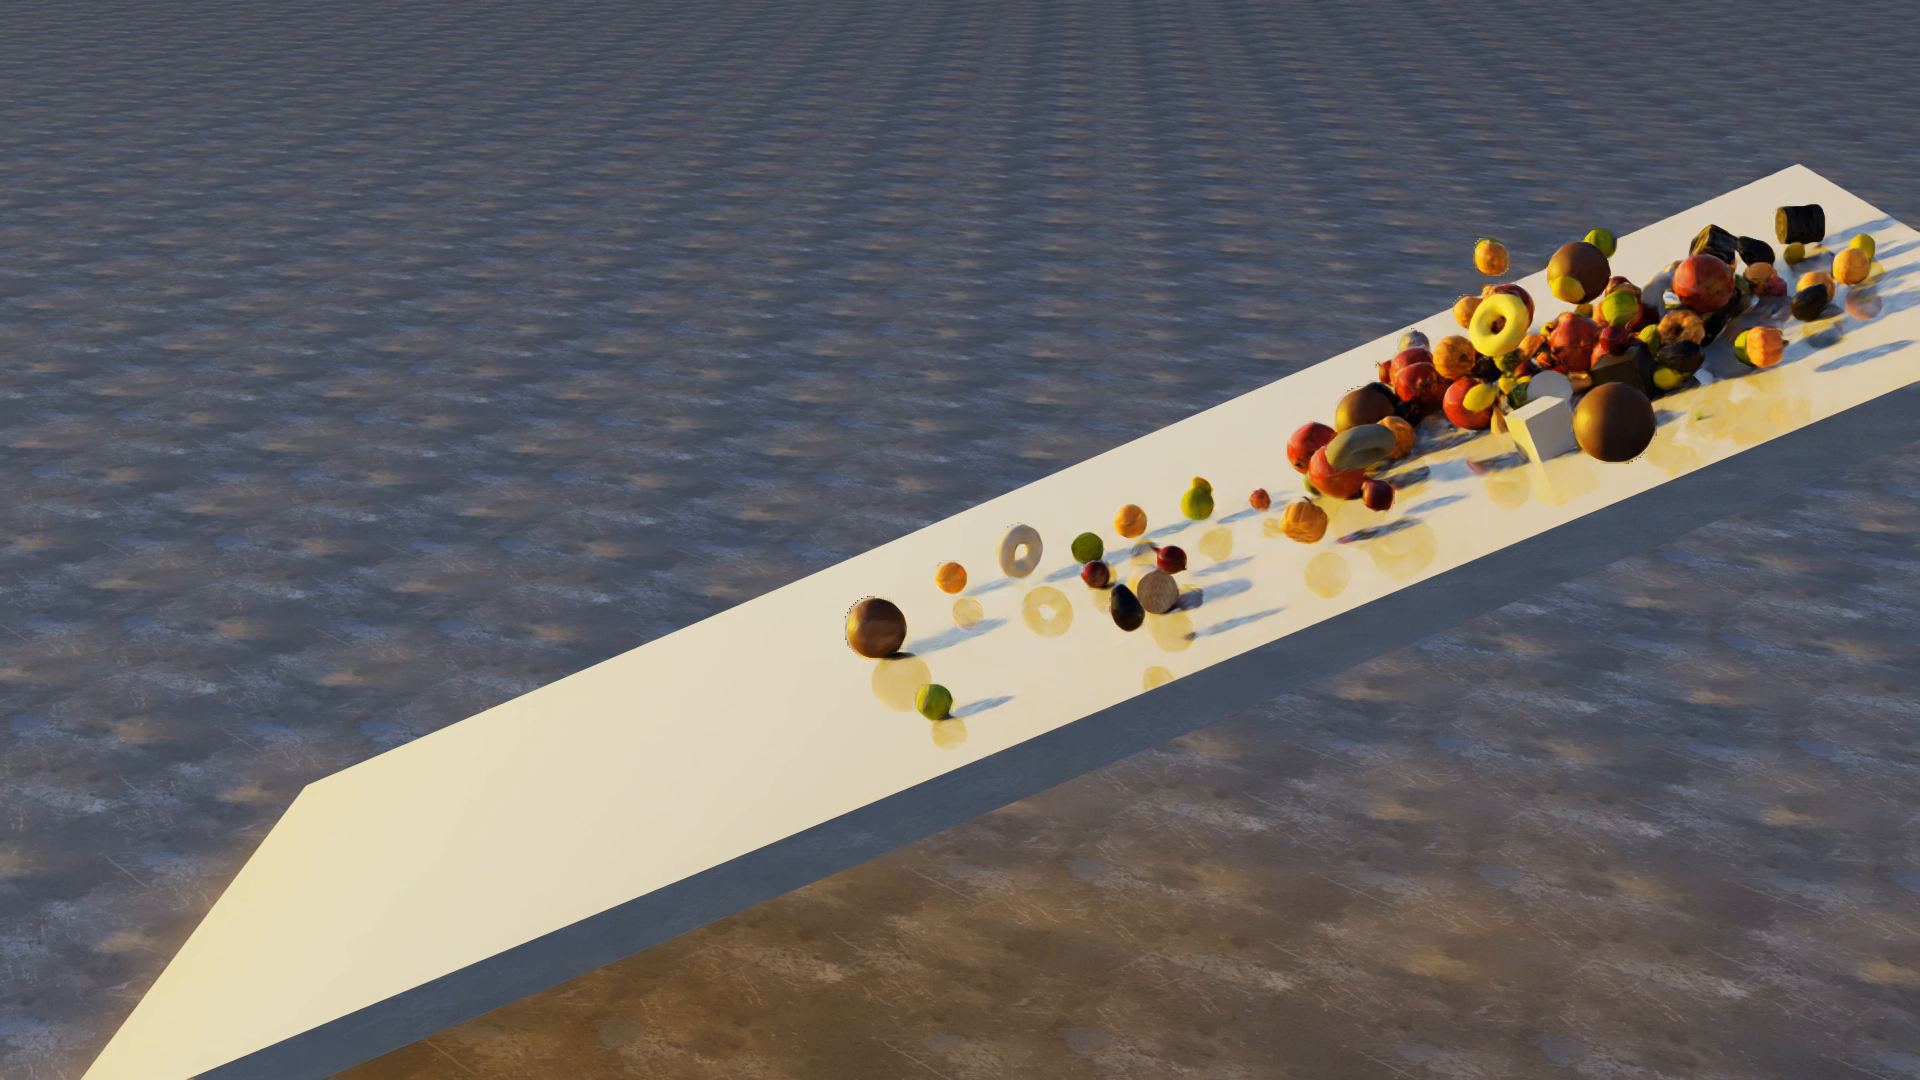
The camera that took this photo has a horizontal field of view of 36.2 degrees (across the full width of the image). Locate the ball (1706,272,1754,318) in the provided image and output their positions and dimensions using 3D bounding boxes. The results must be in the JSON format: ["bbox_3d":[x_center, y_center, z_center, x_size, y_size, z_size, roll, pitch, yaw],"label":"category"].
[{"bbox_3d":[1.551,-0.493,5.926,0.091,0.091,0.091,0,15,0],"label":"ball"}]

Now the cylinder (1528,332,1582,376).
[{"bbox_3d":[1.217,-0.372,6.012,0.077,0.077,0.077,34,22,6],"label":"cylinder"}]

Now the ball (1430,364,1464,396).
[{"bbox_3d":[1.044,-0.344,6.303,0.070,0.070,0.070,0,15,0],"label":"ball"}]

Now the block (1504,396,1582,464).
[{"bbox_3d":[1.107,-0.209,5.587,0.092,0.092,0.092,-27,13,-10],"label":"block"}]

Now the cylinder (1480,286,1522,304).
[{"bbox_3d":[1.175,-0.499,6.417,0.085,0.085,0.085,13,-11,3],"label":"cylinder"}]

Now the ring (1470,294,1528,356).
[{"bbox_3d":[1.114,-0.444,6.080,0.046,0.138,0.138,22,-3,-41],"label":"ring"}]

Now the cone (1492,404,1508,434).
[{"bbox_3d":[1.075,-0.251,5.871,0.056,0.056,0.056,-25,25,13],"label":"cone"}]

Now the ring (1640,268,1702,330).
[{"bbox_3d":[1.430,-0.485,5.912,0.124,0.124,0.041,1,14,3],"label":"ring"}]

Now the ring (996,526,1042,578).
[{"bbox_3d":[0.128,0.025,6.316,0.118,0.118,0.039,-12,24,-37],"label":"ring"}]

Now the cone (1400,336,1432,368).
[{"bbox_3d":[1.019,-0.431,6.652,0.076,0.076,0.076,9,0,30],"label":"cone"}]

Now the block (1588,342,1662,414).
[{"bbox_3d":[1.285,-0.312,5.675,0.093,0.093,0.093,-16,15,34],"label":"block"}]

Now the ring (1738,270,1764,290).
[{"bbox_3d":[1.608,-0.529,6.081,0.108,0.036,0.108,-21,7,3],"label":"ring"}]

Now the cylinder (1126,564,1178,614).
[{"bbox_3d":[0.374,0.095,5.718,0.084,0.084,0.084,-2,9,-9],"label":"cylinder"}]

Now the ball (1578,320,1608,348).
[{"bbox_3d":[1.327,-0.433,6.166,0.059,0.059,0.059,0,15,0],"label":"ball"}]

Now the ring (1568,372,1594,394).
[{"bbox_3d":[1.247,-0.315,5.911,0.081,0.027,0.081,-22,12,5],"label":"ring"}]

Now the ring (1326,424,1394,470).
[{"bbox_3d":[0.785,-0.182,5.772,0.139,0.046,0.139,-13,-23,-6],"label":"ring"}]

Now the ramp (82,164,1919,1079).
[{"bbox_3d":[0.131,0.170,6.285,4.000,0.100,2.000,-23,13,8],"label":"ramp"}]

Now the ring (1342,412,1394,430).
[{"bbox_3d":[0.871,-0.251,6.276,0.112,0.037,0.112,-5,3,0],"label":"ring"}]

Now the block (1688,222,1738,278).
[{"bbox_3d":[1.563,-0.601,6.106,0.068,0.068,0.068,26,54,-11],"label":"block"}]

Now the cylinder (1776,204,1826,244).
[{"bbox_3d":[1.768,-0.664,6.190,0.080,0.080,0.080,-3,15,-3],"label":"cylinder"}]

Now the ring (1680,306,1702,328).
[{"bbox_3d":[1.466,-0.486,6.048,0.117,0.039,0.117,3,53,-4],"label":"ring"}]
